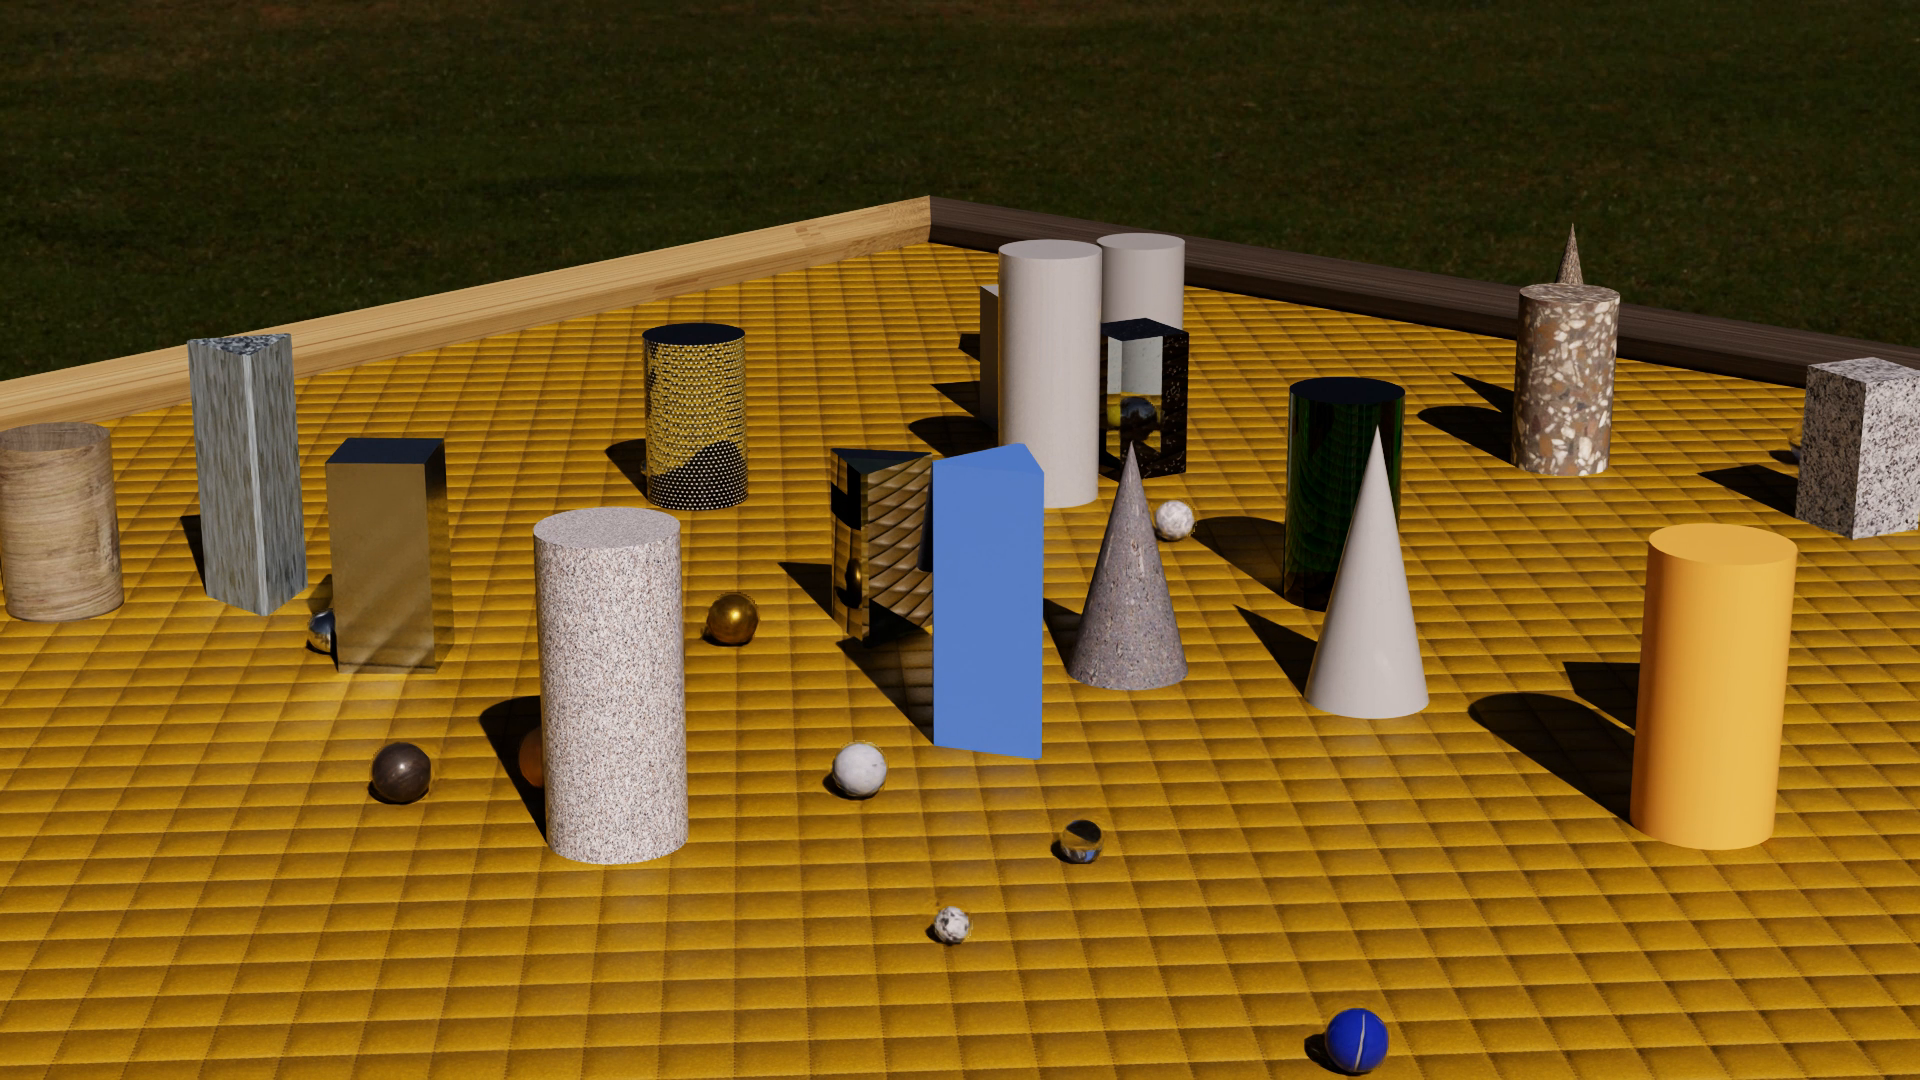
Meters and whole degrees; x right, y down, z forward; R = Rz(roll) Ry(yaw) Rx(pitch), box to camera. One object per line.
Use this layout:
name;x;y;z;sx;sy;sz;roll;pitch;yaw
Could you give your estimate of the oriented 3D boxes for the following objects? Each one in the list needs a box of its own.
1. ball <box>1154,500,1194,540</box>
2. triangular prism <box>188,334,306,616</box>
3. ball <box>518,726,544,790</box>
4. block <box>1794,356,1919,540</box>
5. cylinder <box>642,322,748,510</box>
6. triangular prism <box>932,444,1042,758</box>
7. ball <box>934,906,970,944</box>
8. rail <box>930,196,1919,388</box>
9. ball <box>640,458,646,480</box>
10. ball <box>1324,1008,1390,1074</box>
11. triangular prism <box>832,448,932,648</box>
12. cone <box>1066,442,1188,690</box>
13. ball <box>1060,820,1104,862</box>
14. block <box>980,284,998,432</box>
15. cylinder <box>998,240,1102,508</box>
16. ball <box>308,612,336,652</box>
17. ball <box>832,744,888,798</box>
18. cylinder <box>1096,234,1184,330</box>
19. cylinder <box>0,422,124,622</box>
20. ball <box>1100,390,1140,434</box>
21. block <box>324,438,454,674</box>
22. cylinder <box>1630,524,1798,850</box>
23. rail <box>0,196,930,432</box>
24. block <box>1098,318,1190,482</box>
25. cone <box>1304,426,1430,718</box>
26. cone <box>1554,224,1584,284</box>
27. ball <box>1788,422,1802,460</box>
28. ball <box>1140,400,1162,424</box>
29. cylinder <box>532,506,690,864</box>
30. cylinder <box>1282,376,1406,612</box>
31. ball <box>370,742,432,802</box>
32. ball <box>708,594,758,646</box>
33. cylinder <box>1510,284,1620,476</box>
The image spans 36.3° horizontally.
ball;0.397;-0.036;5.443;0.075;0.075;0.075;0;17;0
triangular prism;-1.204;-0.121;5.064;0.172;0.457;0.149;15;22;40
ball;-0.588;0.315;4.238;0.099;0.099;0.099;0;17;0
block;1.698;-0.174;5.513;0.158;0.299;0.158;-8;18;-24
cylinder;-0.512;-0.241;5.688;0.198;0.325;0.198;0;17;0
triangular prism;0.065;0.086;4.402;0.172;0.442;0.149;6;18;20
ball;-0.011;0.492;3.740;0.047;0.047;0.047;0;17;0
rail;1.550;-0.483;6.829;4.374;0.129;0.045;14;22;39
ball;-0.608;-0.141;5.827;0.054;0.054;0.054;0;17;0
ball;0.460;0.580;3.398;0.075;0.075;0.075;0;17;0
triangular prism;-0.158;0.004;4.921;0.149;0.300;0.172;13;21;38
cone;0.272;0.026;4.699;0.198;0.386;0.198;0;17;0
ball;0.166;0.410;3.991;0.059;0.059;0.059;0;17;0
block;0.142;-0.386;6.229;0.158;0.292;0.158;-5;18;-17
cylinder;0.173;-0.323;5.680;0.198;0.487;0.198;0;17;0
ball;-1.040;0.151;4.833;0.068;0.068;0.068;0;17;0
ball;-0.144;0.331;4.218;0.078;0.078;0.078;0;17;0
cylinder;0.406;-0.519;6.627;0.198;0.317;0.198;0;17;0
cylinder;-1.549;-0.032;5.036;0.198;0.302;0.198;0;17;0
ball;0.335;-0.271;6.191;0.093;0.093;0.093;0;17;0
block;-0.923;0.025;4.761;0.158;0.352;0.158;0;17;2
cylinder;1.044;0.202;4.072;0.198;0.411;0.198;0;17;0
rail;-1.634;-0.377;6.478;0.045;0.129;4.776;14;22;39
block;0.347;-0.282;5.891;0.158;0.288;0.158;-9;19;-28
cone;0.641;0.035;4.566;0.198;0.445;0.198;0;17;0
cone;1.289;-0.461;6.232;0.198;0.435;0.198;0;17;0
ball;1.731;-0.199;5.954;0.092;0.092;0.092;0;17;0
ball;0.409;-0.274;6.274;0.051;0.051;0.051;0;17;0
cylinder;-0.476;0.198;4.018;0.198;0.449;0.198;0;17;0
cylinder;0.663;-0.079;5.076;0.198;0.370;0.198;0;17;0
ball;-0.800;0.333;4.200;0.086;0.086;0.086;0;17;0
ball;-0.377;0.133;4.867;0.084;0.084;0.084;0;17;0
cylinder;1.221;-0.325;5.923;0.198;0.353;0.198;0;17;0
